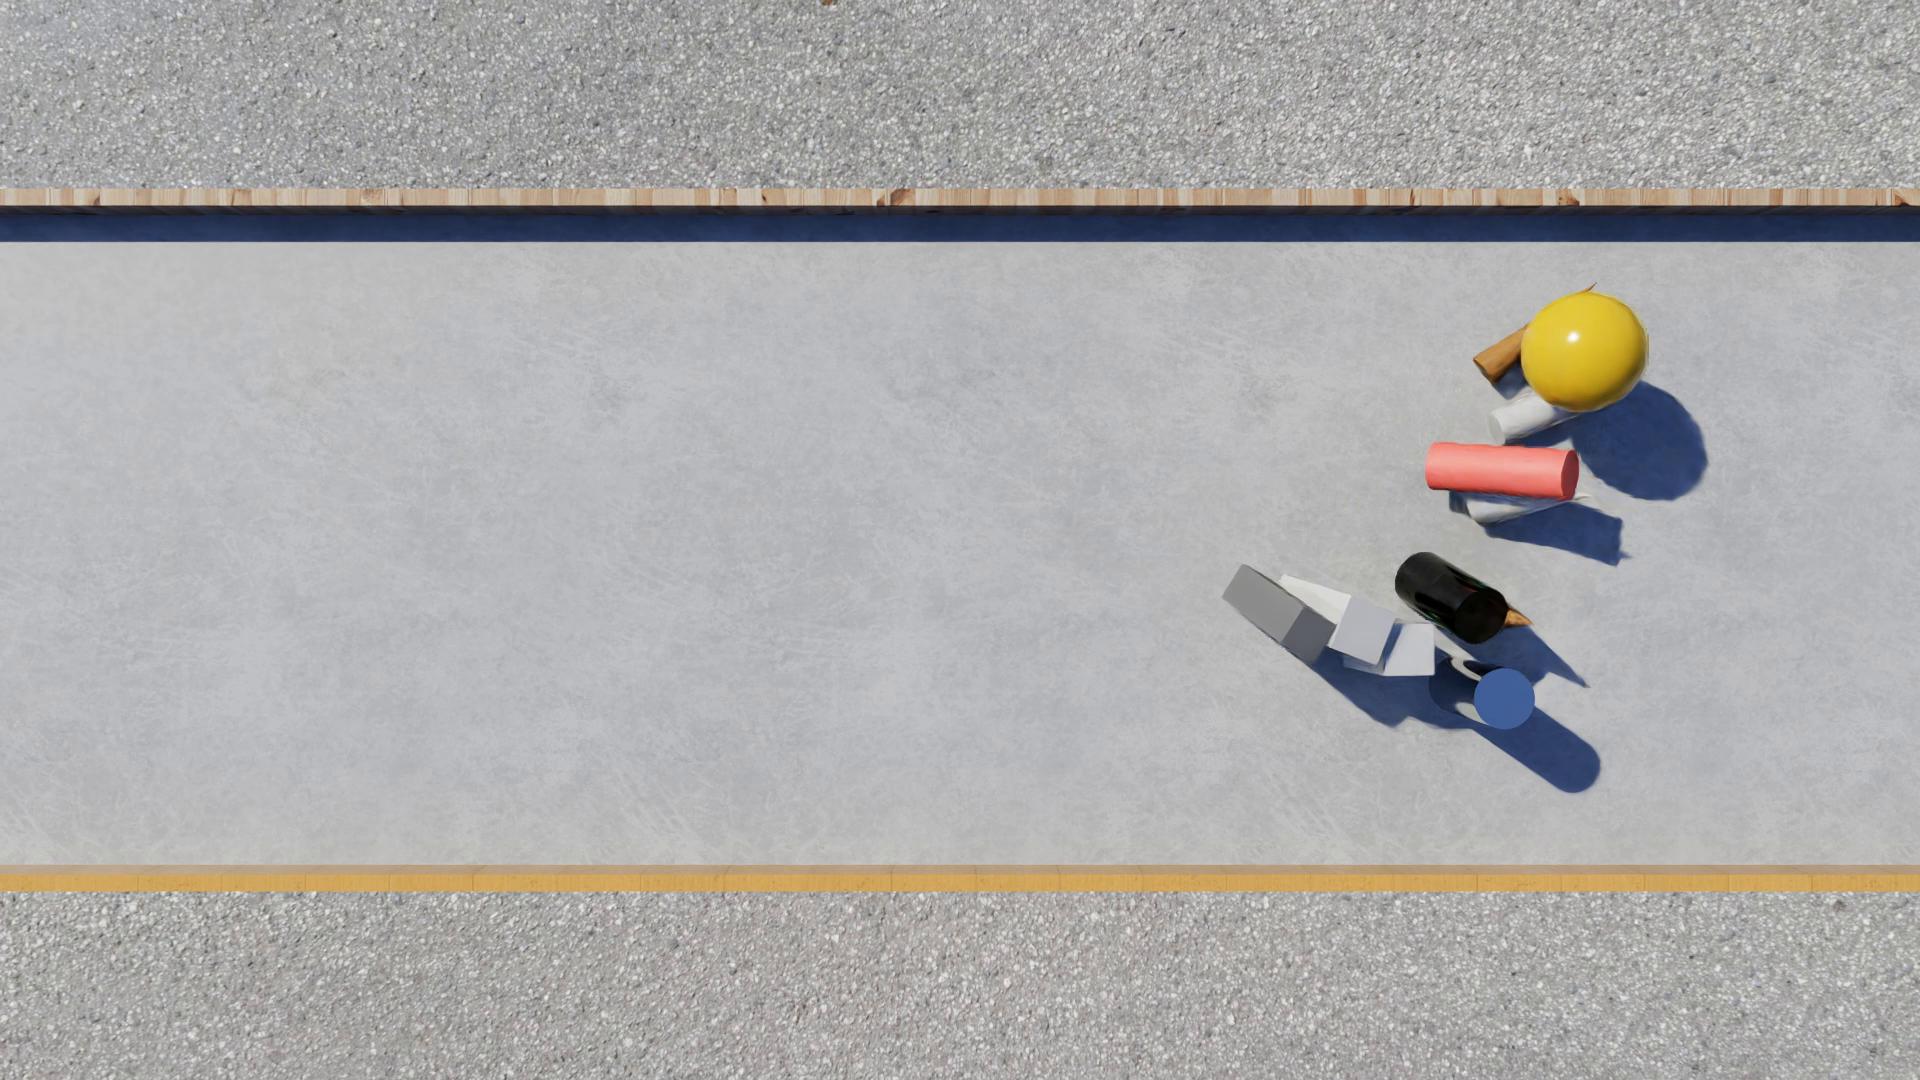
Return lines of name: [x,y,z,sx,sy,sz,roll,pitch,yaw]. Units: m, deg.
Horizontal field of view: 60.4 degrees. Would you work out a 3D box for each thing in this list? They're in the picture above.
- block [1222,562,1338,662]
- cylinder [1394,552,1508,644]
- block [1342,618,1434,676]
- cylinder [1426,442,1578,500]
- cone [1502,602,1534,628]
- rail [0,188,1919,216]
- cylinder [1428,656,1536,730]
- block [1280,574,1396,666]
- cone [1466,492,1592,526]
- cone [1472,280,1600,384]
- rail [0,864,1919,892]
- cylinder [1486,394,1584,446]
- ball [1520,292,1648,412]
block: [0.929,0.208,4.837,0.123,0.453,0.123,29,97,-18]
cylinder: [1.453,0.168,4.895,0.173,0.321,0.173,-6,110,-16]
block: [1.267,0.314,4.895,0.148,0.348,0.148,0,90,-6]
cylinder: [1.591,-0.205,4.851,0.406,0.144,0.144,7,90,39]
cone: [1.597,0.221,4.860,0.161,0.414,0.161,-1,95,-7]
rail: [-2.247,-1.025,5.002,12.000,0.150,0.050,0,90,0]
cylinder: [1.528,0.446,4.853,0.172,0.448,0.172,0,90,0]
block: [1.083,0.230,4.851,0.158,0.419,0.158,20,91,-17]
cone: [1.707,-0.130,4.877,0.179,0.364,0.179,-1,91,-37]
cone: [1.757,-0.646,4.984,0.427,0.106,0.106,-39,90,9]
rail: [-2.247,1.025,5.001,12.000,0.150,0.050,0,90,0]
cylinder: [1.772,-0.395,5.021,0.306,0.112,0.112,-22,90,0]
ball: [1.770,-0.533,4.685,0.340,0.340,0.340,0,90,0]
